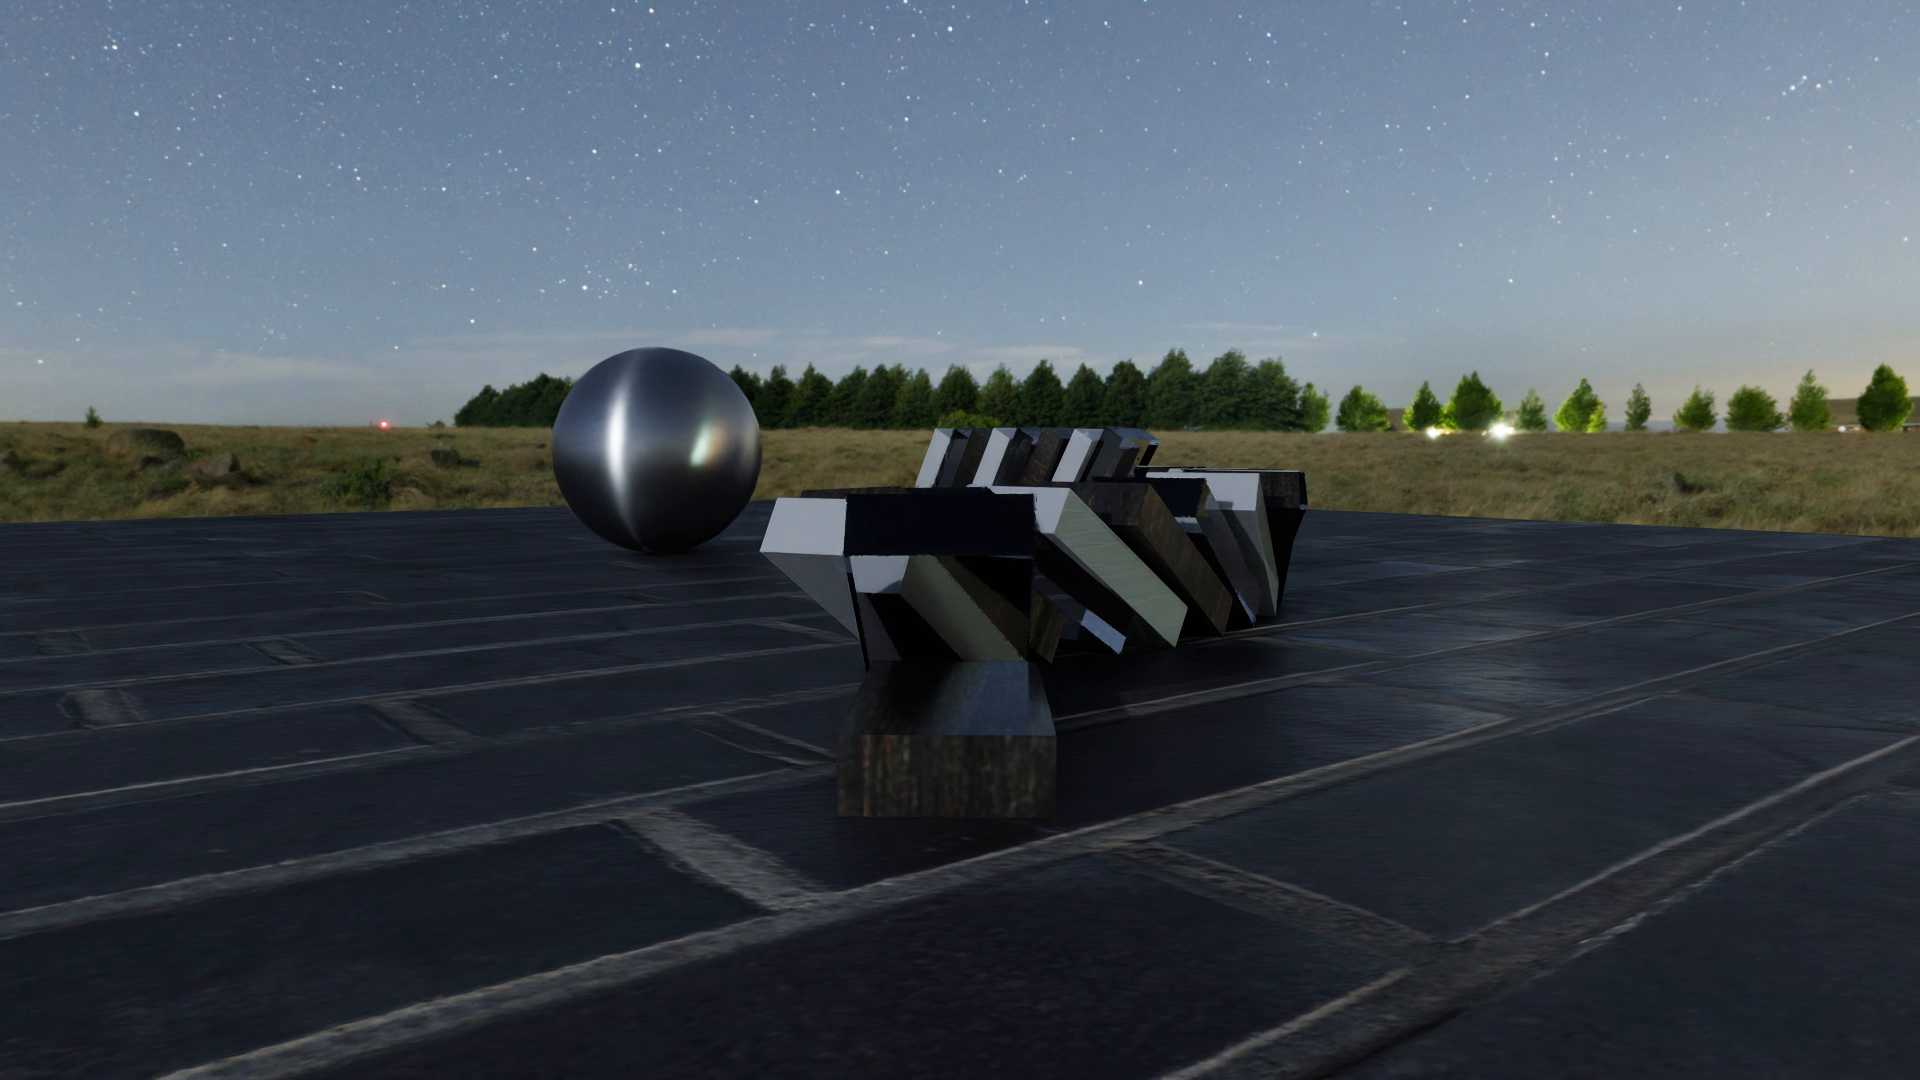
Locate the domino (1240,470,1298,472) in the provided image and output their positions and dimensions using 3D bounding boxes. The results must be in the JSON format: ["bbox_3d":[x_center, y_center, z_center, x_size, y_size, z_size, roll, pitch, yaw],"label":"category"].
[{"bbox_3d":[0.076,-0.002,0.357,0.025,0.009,0.050,0,-29,-3],"label":"domino"}]

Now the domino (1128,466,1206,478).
[{"bbox_3d":[0.067,-0.008,0.447,0.025,0.009,0.050,-1,-28,-10],"label":"domino"}]

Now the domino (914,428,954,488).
[{"bbox_3d":[-0.007,-0.023,0.547,0.025,0.050,0.009,-5,33,-47],"label":"domino"}]

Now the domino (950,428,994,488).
[{"bbox_3d":[0.009,-0.022,0.532,0.025,0.050,0.010,-5,33,-47],"label":"domino"}]

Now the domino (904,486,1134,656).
[{"bbox_3d":[0.009,0.006,0.248,0.025,0.009,0.050,2,-27,44],"label":"domino"}]

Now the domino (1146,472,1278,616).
[{"bbox_3d":[0.060,0.002,0.304,0.025,0.009,0.050,2,-30,20],"label":"domino"}]

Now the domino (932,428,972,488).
[{"bbox_3d":[0.001,-0.022,0.540,0.025,0.050,0.010,-5,33,-47],"label":"domino"}]

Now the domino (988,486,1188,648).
[{"bbox_3d":[0.023,0.006,0.261,0.025,0.009,0.050,4,-26,41],"label":"domino"}]

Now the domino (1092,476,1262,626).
[{"bbox_3d":[0.049,0.003,0.289,0.025,0.009,0.050,2,-28,30],"label":"domino"}]

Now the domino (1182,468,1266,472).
[{"bbox_3d":[0.075,-0.005,0.394,0.025,0.009,0.050,-1,-29,-8],"label":"domino"}]

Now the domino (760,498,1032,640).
[{"bbox_3d":[-0.009,0.009,0.215,0.025,0.009,0.050,2,-26,27],"label":"domino"}]

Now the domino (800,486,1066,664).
[{"bbox_3d":[-0.005,0.007,0.235,0.025,0.009,0.050,0,-29,43],"label":"domino"}]

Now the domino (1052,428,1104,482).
[{"bbox_3d":[0.047,-0.020,0.509,0.025,0.050,0.009,-5,35,-47],"label":"domino"}]

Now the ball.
[{"bbox_3d":[-0.117,-0.035,0.500,0.080,0.080,0.080,0,4,0],"label":"ball"}]

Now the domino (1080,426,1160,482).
[{"bbox_3d":[0.057,-0.020,0.504,0.025,0.050,0.009,-2,33,-48],"label":"domino"}]

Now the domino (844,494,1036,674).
[{"bbox_3d":[-0.002,0.010,0.191,0.025,0.010,0.050,0,-30,1],"label":"domino"}]

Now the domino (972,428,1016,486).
[{"bbox_3d":[0.017,-0.021,0.525,0.025,0.050,0.009,-5,33,-47],"label":"domino"}]

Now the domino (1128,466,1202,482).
[{"bbox_3d":[0.069,-0.010,0.466,0.025,0.009,0.050,0,-28,-13],"label":"domino"}]

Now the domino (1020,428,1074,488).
[{"bbox_3d":[0.036,-0.020,0.514,0.025,0.050,0.009,-5,34,-47],"label":"domino"}]

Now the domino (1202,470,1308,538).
[{"bbox_3d":[0.074,-0.001,0.339,0.025,0.010,0.050,1,-29,3],"label":"domino"}]

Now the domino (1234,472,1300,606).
[{"bbox_3d":[0.069,0.000,0.321,0.025,0.009,0.050,1,-29,9],"label":"domino"}]

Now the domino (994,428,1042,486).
[{"bbox_3d":[0.026,-0.021,0.519,0.025,0.050,0.009,-5,33,-47],"label":"domino"}]

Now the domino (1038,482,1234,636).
[{"bbox_3d":[0.037,0.005,0.274,0.025,0.009,0.050,3,-27,35],"label":"domino"}]

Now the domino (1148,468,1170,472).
[{"bbox_3d":[0.069,-0.007,0.430,0.025,0.010,0.050,-1,-28,-10],"label":"domino"}]

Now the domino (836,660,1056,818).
[{"bbox_3d":[-0.001,0.025,0.171,0.025,0.009,0.050,0,4,1],"label":"domino"}]

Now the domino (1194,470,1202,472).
[{"bbox_3d":[0.076,-0.003,0.375,0.025,0.010,0.050,0,-29,-5],"label":"domino"}]

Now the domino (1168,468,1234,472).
[{"bbox_3d":[0.073,-0.006,0.412,0.025,0.009,0.050,-1,-28,-10],"label":"domino"}]
